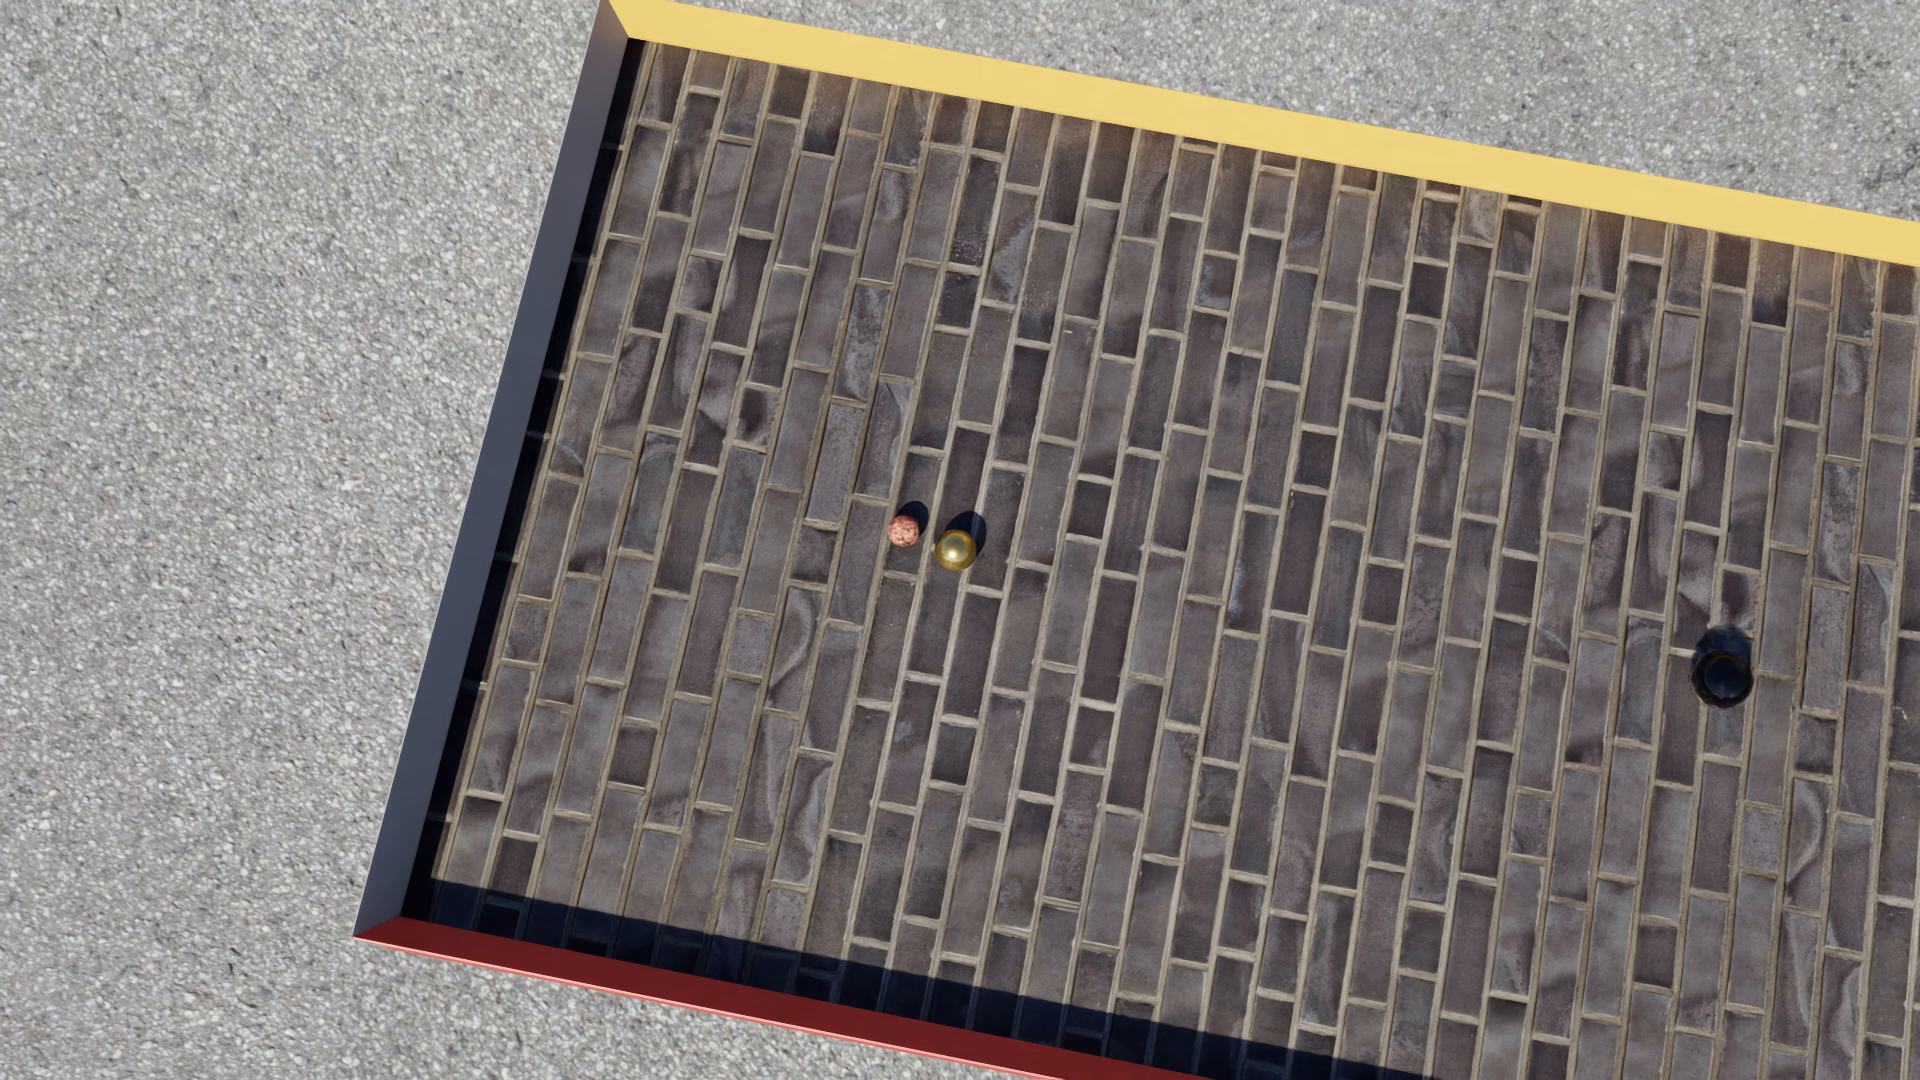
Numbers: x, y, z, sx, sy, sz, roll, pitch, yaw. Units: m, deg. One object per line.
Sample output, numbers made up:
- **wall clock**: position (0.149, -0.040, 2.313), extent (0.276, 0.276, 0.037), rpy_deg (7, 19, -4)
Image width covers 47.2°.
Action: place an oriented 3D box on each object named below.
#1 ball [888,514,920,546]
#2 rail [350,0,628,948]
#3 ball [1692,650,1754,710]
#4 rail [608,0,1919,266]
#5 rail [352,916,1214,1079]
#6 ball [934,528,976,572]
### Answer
- **ball**: position (-0.086, -0.015, 3.366), extent (0.050, 0.050, 0.050), rpy_deg (0, 75, 0)
- **rail**: position (-0.695, -0.139, 3.366), extent (0.045, 0.115, 1.526), rpy_deg (11, 75, 3)
- **ball**: position (1.139, 0.209, 3.286), extent (0.088, 0.088, 0.088), rpy_deg (0, 75, 0)
- **rail**: position (0.860, -0.572, 3.485), extent (2.927, 0.115, 0.045), rpy_deg (11, 75, 3)
- **rail**: position (0.576, 0.827, 3.102), extent (2.927, 0.115, 0.045), rpy_deg (11, 75, 3)
- **ball**: position (-0.007, 0.015, 3.351), extent (0.065, 0.065, 0.065), rpy_deg (0, 75, 0)
